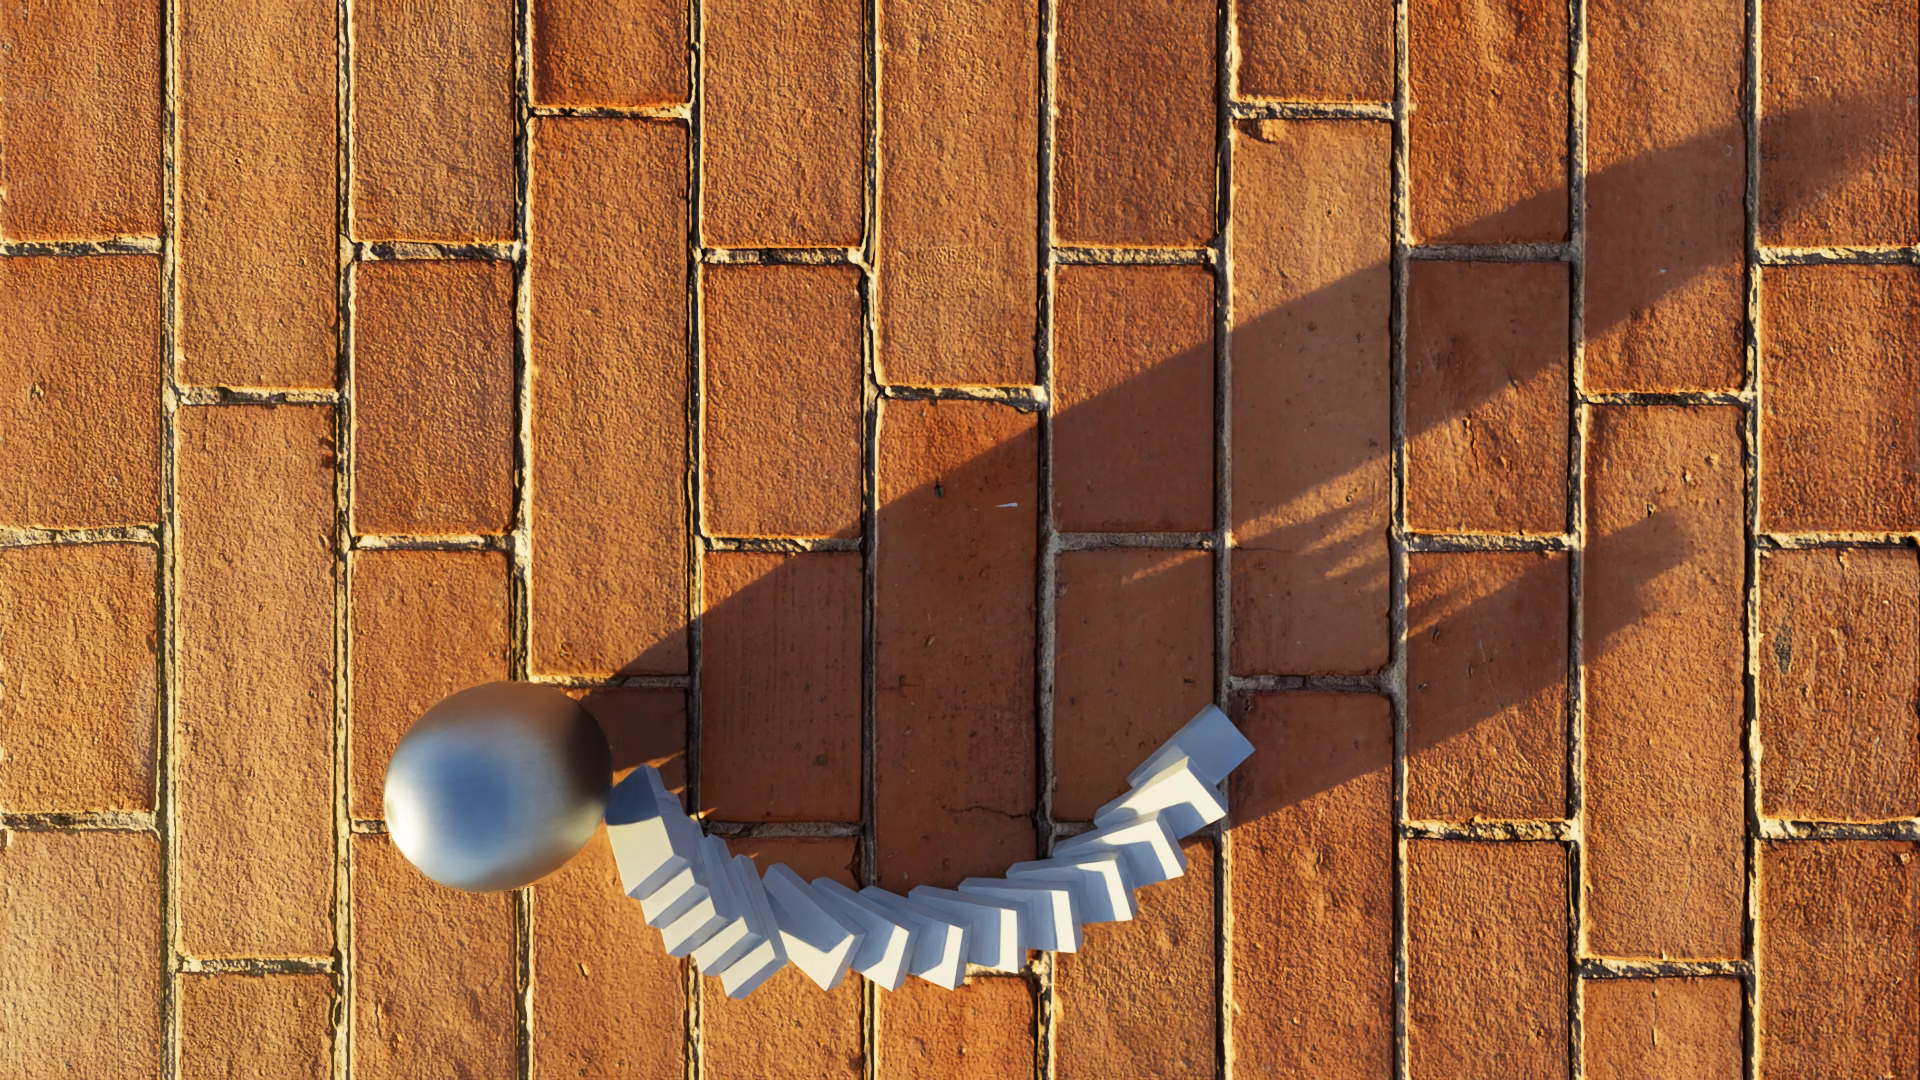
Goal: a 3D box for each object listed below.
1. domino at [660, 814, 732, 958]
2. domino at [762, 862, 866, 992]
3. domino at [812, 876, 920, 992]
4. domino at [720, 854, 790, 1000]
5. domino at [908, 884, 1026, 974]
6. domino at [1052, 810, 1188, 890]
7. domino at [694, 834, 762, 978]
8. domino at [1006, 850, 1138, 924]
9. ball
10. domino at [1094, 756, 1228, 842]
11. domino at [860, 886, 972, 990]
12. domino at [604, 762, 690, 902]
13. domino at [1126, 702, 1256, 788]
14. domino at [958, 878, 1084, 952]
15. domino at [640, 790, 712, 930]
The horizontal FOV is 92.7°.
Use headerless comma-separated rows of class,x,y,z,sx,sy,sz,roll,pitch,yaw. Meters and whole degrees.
domino,-0.114,0.142,0.379,0.025,0.010,0.050,-39,47,1
domino,-0.065,0.161,0.384,0.050,0.010,0.025,28,91,28
domino,-0.043,0.164,0.384,0.050,0.010,0.025,16,90,28
domino,-0.091,0.159,0.379,0.025,0.010,0.050,-39,47,1
domino,0.003,0.163,0.385,0.050,0.009,0.025,-1,90,26
domino,0.067,0.133,0.385,0.050,0.009,0.025,-27,90,26
domino,-0.102,0.150,0.379,0.025,0.010,0.050,-41,47,0
domino,0.047,0.147,0.385,0.050,0.009,0.025,-17,90,26
ball,-0.179,0.095,0.360,0.080,0.080,0.080,0,90,0
domino,0.084,0.114,0.384,0.050,0.009,0.025,-40,91,26
domino,-0.021,0.166,0.385,0.050,0.009,0.025,9,90,27
domino,-0.131,0.120,0.380,0.025,0.009,0.050,-41,47,0
domino,0.099,0.097,0.395,0.050,0.009,0.025,-42,90,0
domino,0.025,0.157,0.385,0.050,0.009,0.025,-8,90,26
domino,-0.123,0.131,0.380,0.025,0.010,0.050,-40,47,0
